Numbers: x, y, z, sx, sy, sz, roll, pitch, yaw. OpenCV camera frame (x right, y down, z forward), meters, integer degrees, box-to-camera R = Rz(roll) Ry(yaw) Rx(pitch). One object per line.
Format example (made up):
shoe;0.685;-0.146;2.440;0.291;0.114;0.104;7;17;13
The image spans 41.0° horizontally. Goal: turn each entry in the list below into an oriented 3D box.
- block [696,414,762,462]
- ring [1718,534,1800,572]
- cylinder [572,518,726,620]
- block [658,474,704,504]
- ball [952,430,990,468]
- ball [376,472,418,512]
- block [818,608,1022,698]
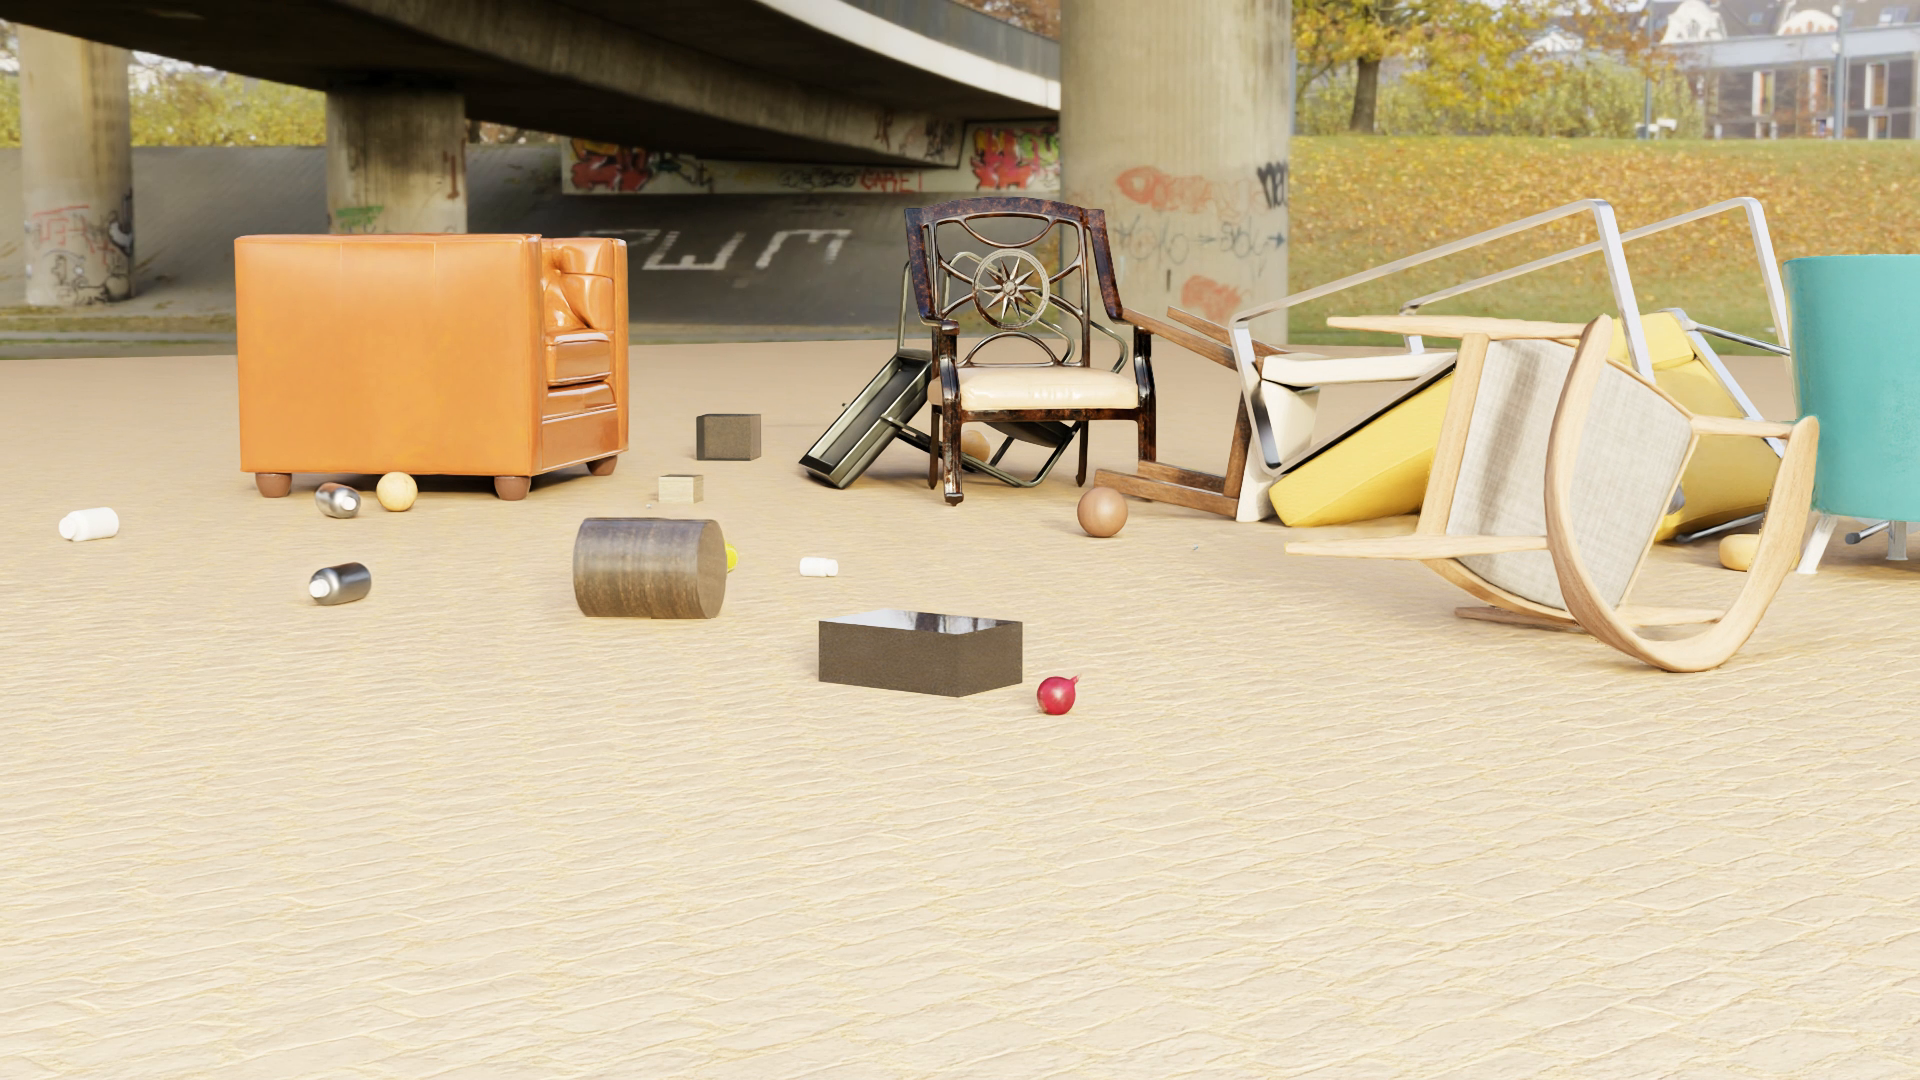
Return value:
block;-0.832;-0.371;9.248;0.195;0.157;0.215;1;6;6
ring;1.794;0.029;5.761;0.161;0.076;0.186;-2;5;-31
cylinder;-0.596;0.054;4.947;0.244;0.192;0.219;1;-6;10
block;-0.813;-0.149;7.486;0.104;0.076;0.106;1;6;10
ball;0.039;-0.312;8.796;0.132;0.132;0.132;0;6;0
ball;-1.574;-0.135;7.173;0.113;0.113;0.113;0;6;0
block;-0.064;0.181;4.163;0.278;0.100;0.181;4;7;35
